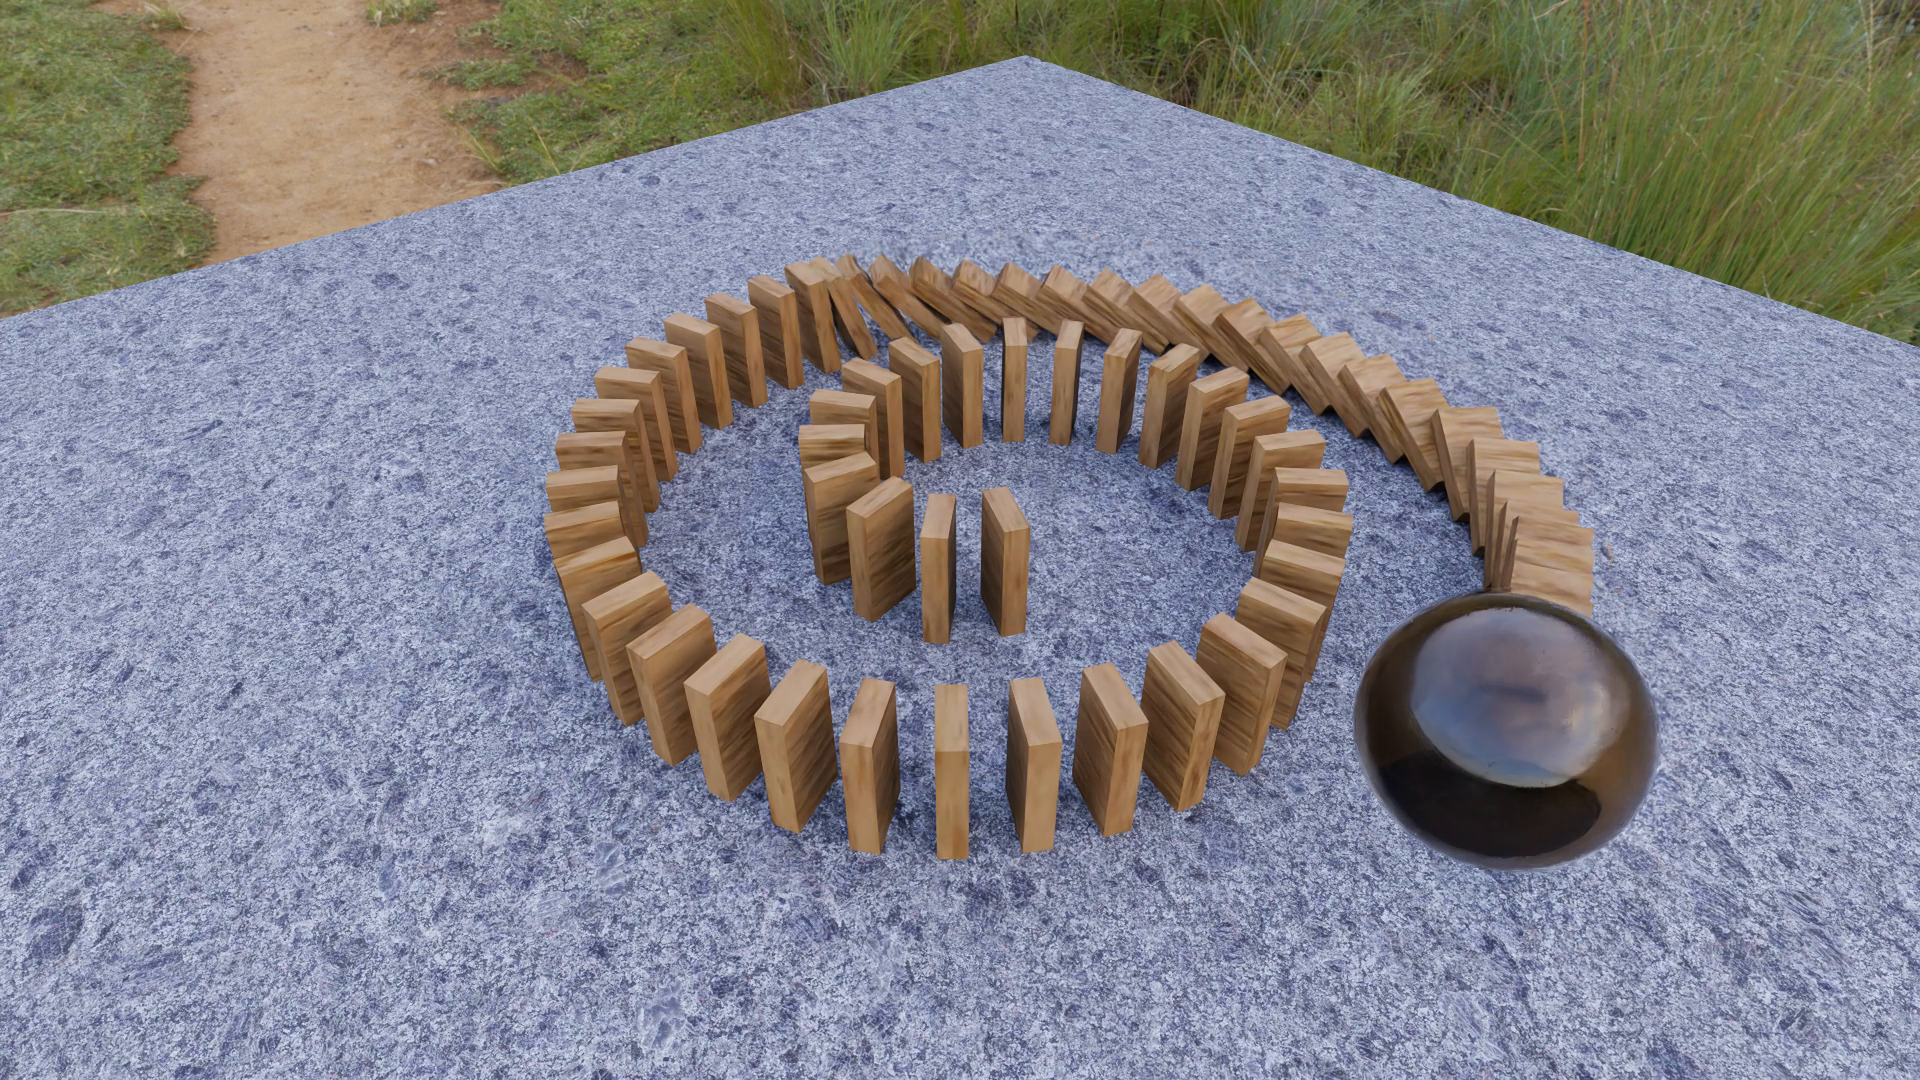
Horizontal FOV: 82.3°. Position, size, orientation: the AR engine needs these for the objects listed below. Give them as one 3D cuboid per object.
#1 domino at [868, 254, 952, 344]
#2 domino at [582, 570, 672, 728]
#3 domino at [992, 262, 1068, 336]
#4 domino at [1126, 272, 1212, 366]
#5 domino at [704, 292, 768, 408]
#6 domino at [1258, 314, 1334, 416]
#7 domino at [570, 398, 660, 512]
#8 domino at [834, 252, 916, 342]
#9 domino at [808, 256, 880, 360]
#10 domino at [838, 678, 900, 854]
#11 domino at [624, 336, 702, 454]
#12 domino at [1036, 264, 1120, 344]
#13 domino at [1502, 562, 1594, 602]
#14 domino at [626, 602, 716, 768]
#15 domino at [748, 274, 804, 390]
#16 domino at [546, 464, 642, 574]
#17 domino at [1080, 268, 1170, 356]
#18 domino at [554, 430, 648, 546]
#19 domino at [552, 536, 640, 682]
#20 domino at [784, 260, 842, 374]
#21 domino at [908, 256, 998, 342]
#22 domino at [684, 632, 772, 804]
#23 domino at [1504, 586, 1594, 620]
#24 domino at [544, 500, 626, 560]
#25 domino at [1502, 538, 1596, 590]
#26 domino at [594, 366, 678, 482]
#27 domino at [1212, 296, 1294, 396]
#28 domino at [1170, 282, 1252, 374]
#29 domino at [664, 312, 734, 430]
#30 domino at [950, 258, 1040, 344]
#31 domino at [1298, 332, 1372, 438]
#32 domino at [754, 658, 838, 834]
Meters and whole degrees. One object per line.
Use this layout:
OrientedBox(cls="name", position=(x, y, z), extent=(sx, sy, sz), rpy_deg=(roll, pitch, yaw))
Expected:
OrientedBox(cls="domino", position=(-0.025, -0.124, 0.569), extent=(0.010, 0.050, 0.025), rpy_deg=(-41, 35, 21))
OrientedBox(cls="domino", position=(-0.107, 0.037, 0.367), extent=(0.025, 0.050, 0.010), rpy_deg=(-30, 48, -31))
OrientedBox(cls="domino", position=(0.042, -0.124, 0.577), extent=(0.050, 0.010, 0.025), rpy_deg=(29, 39, -11))
OrientedBox(cls="domino", position=(0.112, -0.114, 0.566), extent=(0.050, 0.009, 0.025), rpy_deg=(42, 51, 7))
OrientedBox(cls="domino", position=(-0.106, -0.089, 0.521), extent=(0.025, 0.050, 0.009), rpy_deg=(28, 47, 30))
OrientedBox(cls="domino", position=(0.169, -0.085, 0.531), extent=(0.025, 0.010, 0.050), rpy_deg=(-22, 69, -25))
OrientedBox(cls="domino", position=(-0.141, -0.034, 0.453), extent=(0.025, 0.050, 0.010), rpy_deg=(2, 39, 2))
OrientedBox(cls="domino", position=(-0.043, -0.122, 0.562), extent=(0.009, 0.050, 0.025), rpy_deg=(-36, 41, 10))
OrientedBox(cls="domino", position=(-0.059, -0.116, 0.553), extent=(0.009, 0.050, 0.025), rpy_deg=(-35, 47, -8))
OrientedBox(cls="domino", position=(-0.026, 0.068, 0.328), extent=(0.010, 0.050, 0.025), rpy_deg=(8, 40, 9))
OrientedBox(cls="domino", position=(-0.131, -0.064, 0.489), extent=(0.025, 0.050, 0.010), rpy_deg=(15, 42, 18))
OrientedBox(cls="domino", position=(0.066, -0.122, 0.576), extent=(0.050, 0.009, 0.025), rpy_deg=(31, 42, -5))
OrientedBox(cls="domino", position=(0.197, 0.035, 0.376), extent=(0.025, 0.010, 0.050), rpy_deg=(12, 83, 14))
OrientedBox(cls="domino", position=(-0.090, 0.047, 0.354), extent=(0.009, 0.050, 0.025), rpy_deg=(27, 47, 29))
OrientedBox(cls="domino", position=(-0.089, -0.101, 0.534), extent=(0.010, 0.050, 0.025), rpy_deg=(-31, 49, -32))
OrientedBox(cls="domino", position=(-0.138, -0.004, 0.416), extent=(0.025, 0.050, 0.009), rpy_deg=(-7, 40, -8))
OrientedBox(cls="domino", position=(0.090, -0.119, 0.572), extent=(0.050, 0.010, 0.025), rpy_deg=(36, 46, 1))
OrientedBox(cls="domino", position=(-0.141, -0.019, 0.435), extent=(0.025, 0.050, 0.009), rpy_deg=(-3, 39, -3))
OrientedBox(cls="domino", position=(-0.122, 0.025, 0.381), extent=(0.025, 0.050, 0.010), rpy_deg=(-21, 44, -24))
OrientedBox(cls="domino", position=(-0.073, -0.110, 0.545), extent=(0.009, 0.050, 0.025), rpy_deg=(-27, 46, -21))
OrientedBox(cls="domino", position=(-0.003, -0.125, 0.574), extent=(0.050, 0.009, 0.025), rpy_deg=(30, 32, -24))
OrientedBox(cls="domino", position=(-0.070, 0.056, 0.343), extent=(0.009, 0.050, 0.025), rpy_deg=(22, 44, 24))
OrientedBox(cls="domino", position=(0.192, 0.043, 0.366), extent=(0.025, 0.009, 0.050), rpy_deg=(12, 83, 14))
OrientedBox(cls="domino", position=(-0.132, 0.011, 0.398), extent=(0.025, 0.050, 0.010), rpy_deg=(-12, 41, -14))
OrientedBox(cls="domino", position=(0.204, 0.027, 0.386), extent=(0.025, 0.010, 0.050), rpy_deg=(12, 83, 14))
OrientedBox(cls="domino", position=(-0.138, -0.049, 0.472), extent=(0.025, 0.050, 0.010), rpy_deg=(7, 40, 9))
OrientedBox(cls="domino", position=(0.151, -0.096, 0.545), extent=(0.025, 0.010, 0.050), rpy_deg=(-30, 73, -31))
OrientedBox(cls="domino", position=(0.133, -0.106, 0.557), extent=(0.025, 0.010, 0.050), rpy_deg=(-33, 75, -34))
OrientedBox(cls="domino", position=(-0.120, -0.077, 0.506), extent=(0.025, 0.050, 0.010), rpy_deg=(22, 44, 25))
OrientedBox(cls="domino", position=(0.019, -0.126, 0.577), extent=(0.050, 0.010, 0.025), rpy_deg=(29, 37, -16))
OrientedBox(cls="domino", position=(0.184, -0.073, 0.517), extent=(0.025, 0.010, 0.050), rpy_deg=(-19, 68, -21))
OrientedBox(cls="domino", position=(-0.049, 0.063, 0.334), extent=(0.010, 0.050, 0.025), rpy_deg=(16, 42, 18))
